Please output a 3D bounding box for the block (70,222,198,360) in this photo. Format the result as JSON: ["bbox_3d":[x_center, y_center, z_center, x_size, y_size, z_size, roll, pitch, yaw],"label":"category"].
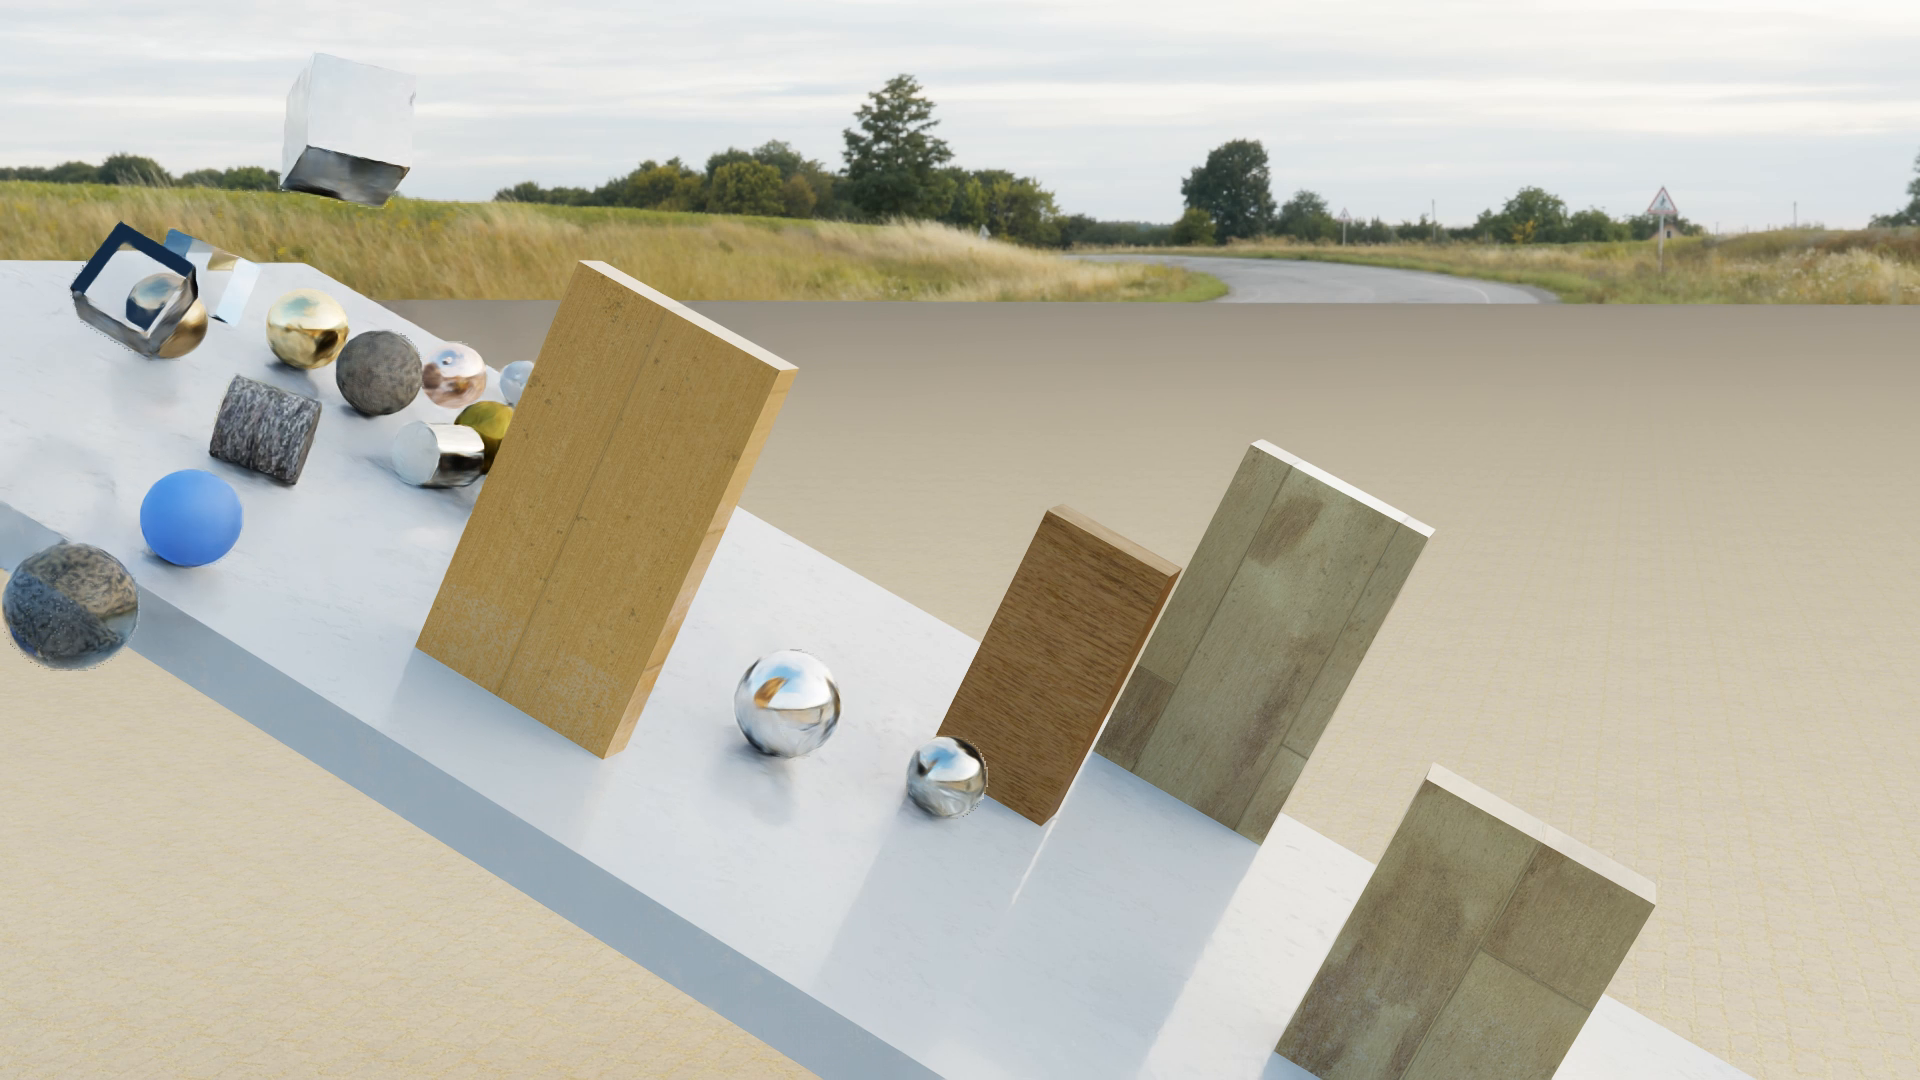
[{"bbox_3d":[-1.491,-0.449,3.979,0.151,0.151,0.151,31,-22,-6],"label":"block"}]

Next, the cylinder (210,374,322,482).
[{"bbox_3d":[-1.273,-0.204,4.036,0.156,0.156,0.156,19,3,-12],"label":"cylinder"}]

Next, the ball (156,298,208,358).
[{"bbox_3d":[-1.571,-0.435,4.363,0.150,0.150,0.150,0,7,0],"label":"ball"}]

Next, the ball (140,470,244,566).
[{"bbox_3d":[-1.223,-0.035,3.502,0.155,0.155,0.155,0,7,0],"label":"ball"}]

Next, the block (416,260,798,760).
[{"bbox_3d":[-0.577,-0.047,3.545,0.378,0.705,0.081,29,14,12],"label":"block"}]

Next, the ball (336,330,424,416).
[{"bbox_3d":[-1.221,-0.351,4.623,0.180,0.180,0.180,0,7,0],"label":"ball"}]

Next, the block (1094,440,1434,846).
[{"bbox_3d":[0.641,0.216,4.674,0.410,0.747,0.147,29,14,12],"label":"block"}]

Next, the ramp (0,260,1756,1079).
[{"bbox_3d":[-0.244,0.410,4.159,4.000,0.100,2.000,29,14,12],"label":"ramp"}]

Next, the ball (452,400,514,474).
[{"bbox_3d":[-0.984,-0.213,4.591,0.155,0.155,0.155,0,7,0],"label":"ball"}]

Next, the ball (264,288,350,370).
[{"bbox_3d":[-1.393,-0.450,4.692,0.173,0.173,0.173,0,7,0],"label":"ball"}]

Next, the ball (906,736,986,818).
[{"bbox_3d":[-0.025,0.427,3.969,0.145,0.145,0.145,0,7,0],"label":"ball"}]

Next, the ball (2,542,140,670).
[{"bbox_3d":[-1.286,0.096,3.182,0.185,0.185,0.185,0,7,0],"label":"ball"}]

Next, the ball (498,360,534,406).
[{"bbox_3d":[-1.030,-0.369,5.178,0.109,0.109,0.109,0,7,0],"label":"ball"}]

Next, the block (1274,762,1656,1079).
[{"bbox_3d":[0.831,0.709,3.638,0.403,0.538,0.131,29,14,12],"label":"block"}]

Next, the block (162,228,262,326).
[{"bbox_3d":[-1.596,-0.553,4.641,0.140,0.140,0.140,22,-1,27],"label":"block"}]

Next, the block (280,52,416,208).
[{"bbox_3d":[-1.201,-0.802,4.315,0.200,0.200,0.200,9,-20,-30],"label":"block"}]

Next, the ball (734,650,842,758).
[{"bbox_3d":[-0.303,0.290,3.881,0.190,0.190,0.190,0,7,0],"label":"ball"}]

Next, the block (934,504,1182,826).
[{"bbox_3d":[0.175,0.237,4.187,0.261,0.545,0.118,29,14,12],"label":"block"}]

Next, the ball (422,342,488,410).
[{"bbox_3d":[-1.090,-0.352,4.732,0.144,0.144,0.144,0,7,0],"label":"ball"}]
